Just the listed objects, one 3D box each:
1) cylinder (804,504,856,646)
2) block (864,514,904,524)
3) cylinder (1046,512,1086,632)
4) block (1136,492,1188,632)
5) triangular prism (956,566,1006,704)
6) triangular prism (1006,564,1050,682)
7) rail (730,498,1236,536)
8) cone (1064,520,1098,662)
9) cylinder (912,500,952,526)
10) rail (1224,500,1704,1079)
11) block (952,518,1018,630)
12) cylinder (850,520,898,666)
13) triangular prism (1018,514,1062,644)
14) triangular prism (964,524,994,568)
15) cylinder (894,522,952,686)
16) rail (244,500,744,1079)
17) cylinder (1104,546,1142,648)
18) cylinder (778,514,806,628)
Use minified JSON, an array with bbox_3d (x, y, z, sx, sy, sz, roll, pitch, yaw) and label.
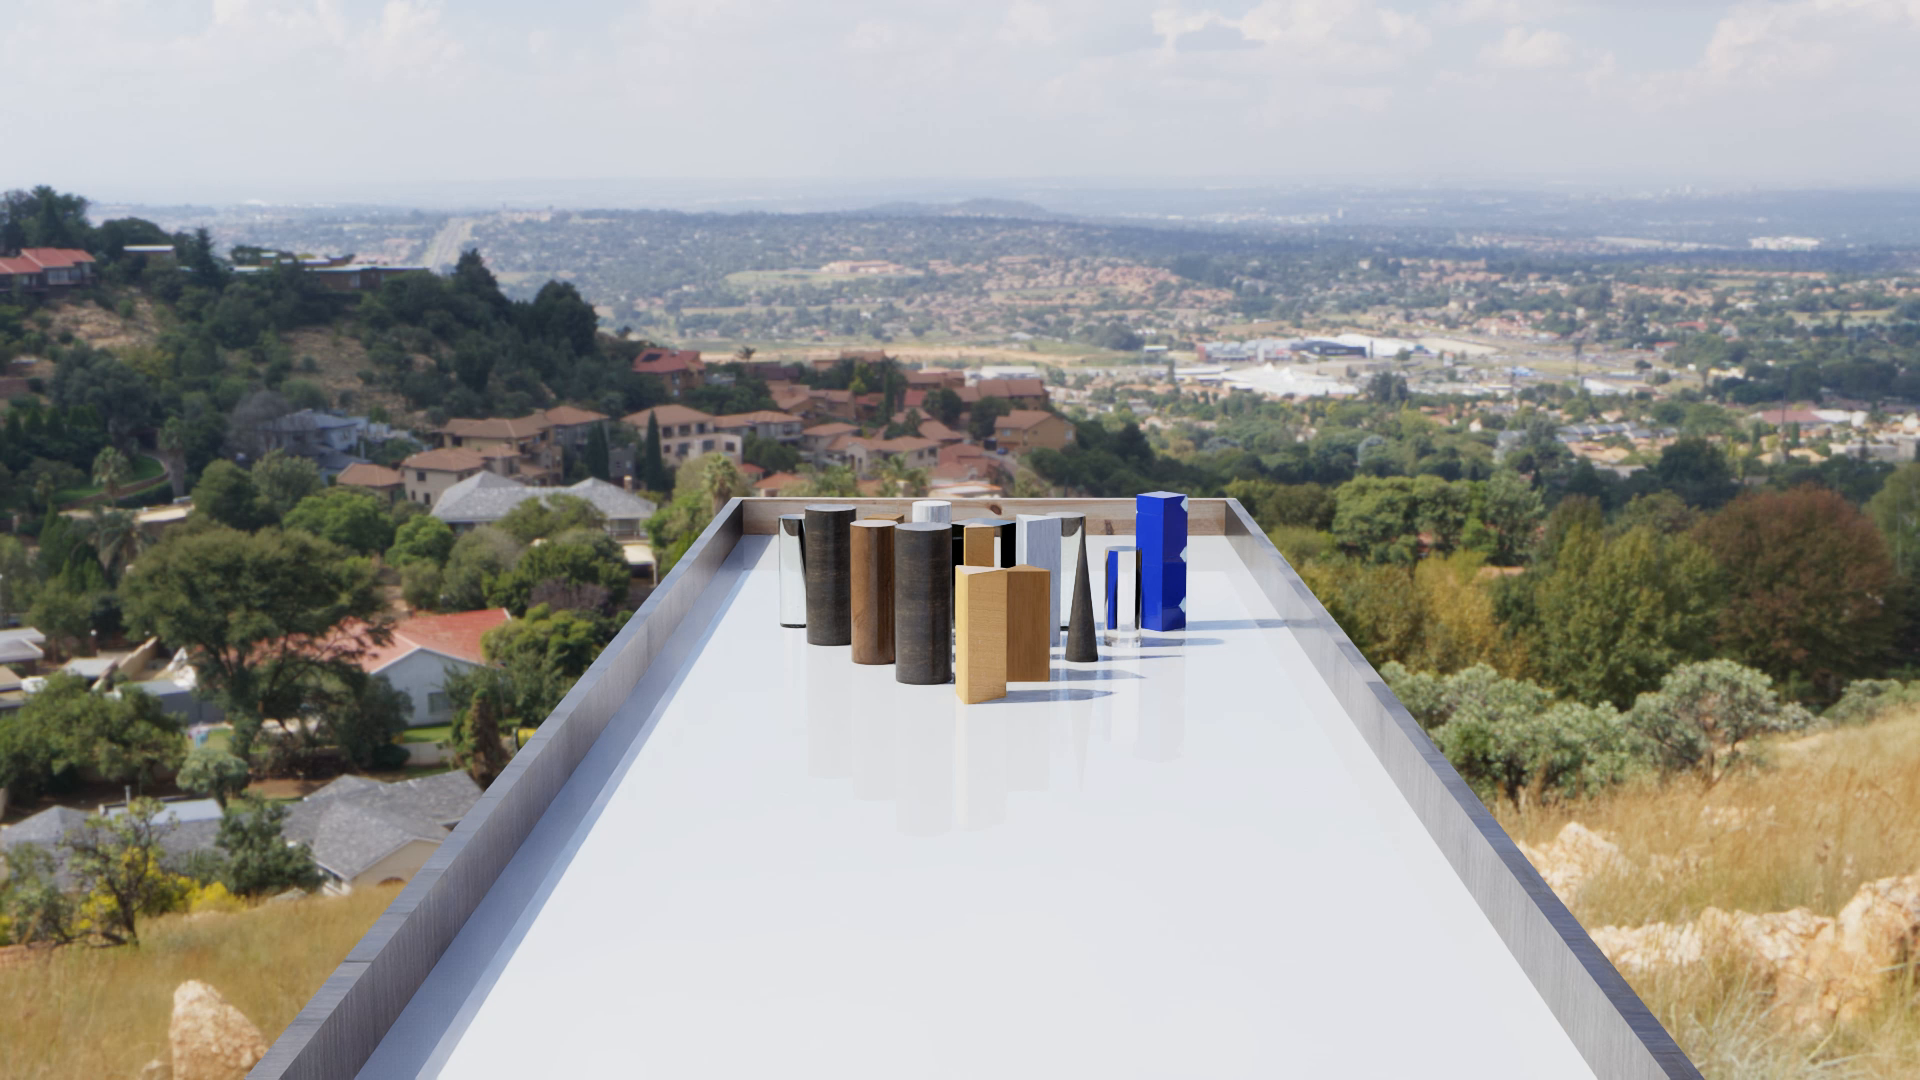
[{"bbox_3d":[-0.407,0.110,6.949,0.162,0.429,0.162,0,9,0],"label":"cylinder"},{"bbox_3d":[-0.247,0.102,7.206,0.105,0.364,0.105,3,9,16],"label":"block"},{"bbox_3d":[0.344,0.102,7.175,0.132,0.373,0.132,0,9,0],"label":"cylinder"},{"bbox_3d":[0.657,0.069,7.175,0.118,0.438,0.118,-8,12,-42],"label":"block"},{"bbox_3d":[0.032,0.261,6.186,0.150,0.368,0.130,-8,12,-40],"label":"triangular prism"},{"bbox_3d":[0.187,0.242,6.439,0.143,0.327,0.123,0,9,-2],"label":"triangular prism"},{"bbox_3d":[0.099,-0.098,9.147,2.100,0.150,0.050,0,9,1],"label":"rail"},{"bbox_3d":[0.371,0.148,6.677,0.103,0.437,0.103,0,9,0],"label":"cone"},{"bbox_3d":[-0.088,0.104,6.931,0.122,0.445,0.122,0,9,0],"label":"cylinder"},{"bbox_3d":[1.046,0.843,3.208,0.050,0.150,12.000,0,9,1],"label":"rail"},{"bbox_3d":[0.074,0.115,7.177,0.166,0.348,0.166,7,12,39],"label":"block"},{"bbox_3d":[-0.260,0.158,6.665,0.144,0.422,0.144,0,9,0],"label":"cylinder"},{"bbox_3d":[0.221,0.126,6.935,0.147,0.401,0.128,-7,11,-37],"label":"triangular prism"},{"bbox_3d":[0.049,0.160,6.673,0.093,0.416,0.080,-2,9,-13],"label":"triangular prism"},{"bbox_3d":[-0.106,0.184,6.404,0.167,0.453,0.167,0,9,0],"label":"cylinder"},{"bbox_3d":[-1.004,0.839,3.234,0.050,0.150,12.000,0,9,1],"label":"rail"},{"bbox_3d":[0.512,0.178,6.910,0.117,0.306,0.117,0,9,0],"label":"cylinder"},{"bbox_3d":[-0.535,0.102,7.212,0.116,0.362,0.116,0,9,0],"label":"cylinder"}]
